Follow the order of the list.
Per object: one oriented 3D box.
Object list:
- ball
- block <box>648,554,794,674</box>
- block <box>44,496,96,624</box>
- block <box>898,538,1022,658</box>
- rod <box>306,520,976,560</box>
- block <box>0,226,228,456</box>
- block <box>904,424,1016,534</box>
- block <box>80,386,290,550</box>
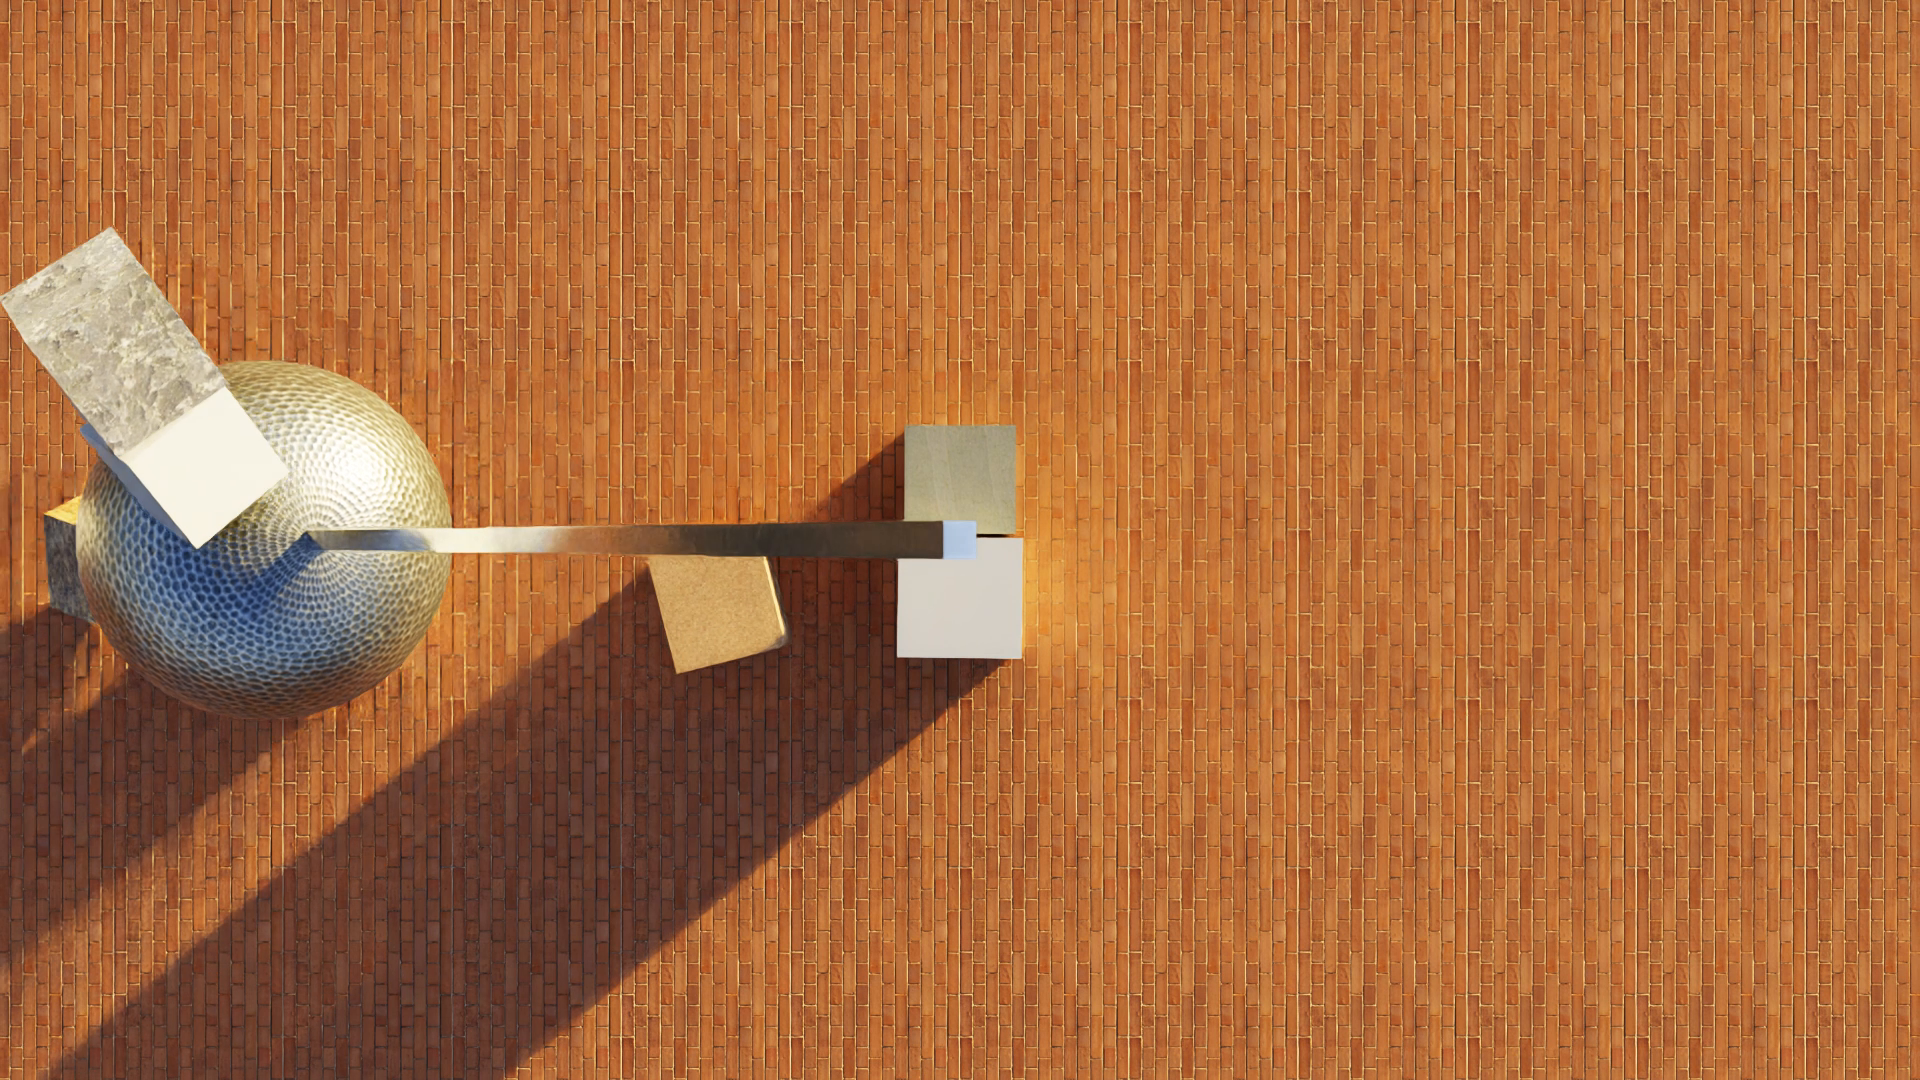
[{"bbox_3d":[-3.069,0.000,9.767,1.600,1.600,1.600,0,90,0],"label":"ball"},{"bbox_3d":[-1.376,0.350,12.709,0.634,0.582,0.679,-14,90,0],"label":"block"},{"bbox_3d":[-4.747,0.112,12.538,0.661,0.539,0.599,17,118,18],"label":"block"},{"bbox_3d":[0.000,0.322,12.636,0.694,0.728,0.673,1,90,0],"label":"block"},{"bbox_3d":[-1.330,0.000,6.845,0.080,5.200,0.080,0,90,-31],"label":"rod"},{"bbox_3d":[-3.231,-0.760,8.404,0.493,0.502,0.564,-37,132,-13],"label":"block"},{"bbox_3d":[0.001,-0.345,12.746,0.633,0.508,0.617,0,90,0],"label":"block"},{"bbox_3d":[-3.063,-0.352,8.694,0.470,0.460,0.473,-45,134,-20],"label":"block"}]
